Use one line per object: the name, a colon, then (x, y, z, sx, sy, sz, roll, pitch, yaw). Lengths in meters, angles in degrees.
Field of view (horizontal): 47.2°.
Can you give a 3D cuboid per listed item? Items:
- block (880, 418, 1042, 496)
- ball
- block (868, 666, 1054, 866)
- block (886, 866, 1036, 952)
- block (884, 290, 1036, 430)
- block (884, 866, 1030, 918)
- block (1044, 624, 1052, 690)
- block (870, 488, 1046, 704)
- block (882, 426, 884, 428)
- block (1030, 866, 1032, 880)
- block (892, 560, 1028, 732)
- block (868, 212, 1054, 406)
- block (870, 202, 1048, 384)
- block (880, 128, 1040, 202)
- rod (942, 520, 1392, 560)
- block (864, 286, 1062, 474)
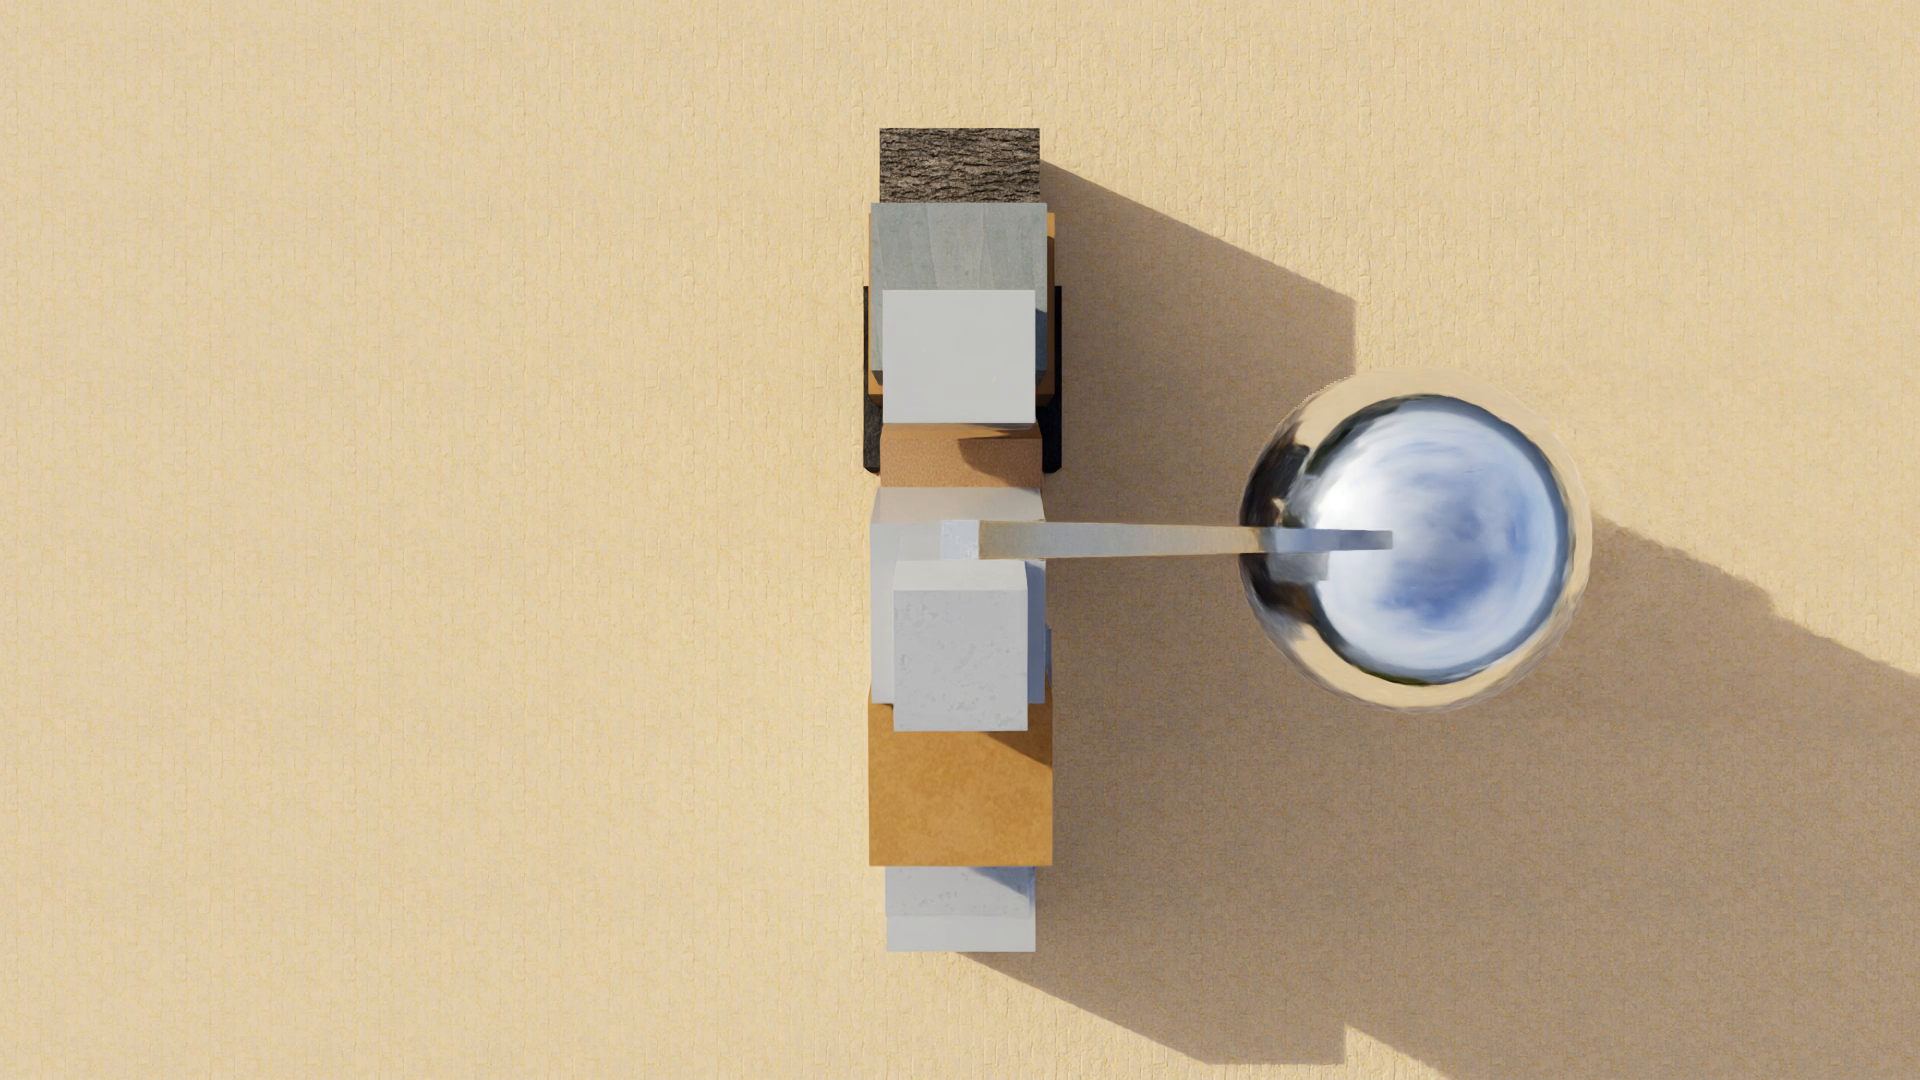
block: (0.008, -0.163, 10.644, 0.751, 0.801, 0.768, 0, 100, 0)
ball: (2.074, 0.000, 10.091, 1.600, 1.600, 1.600, 0, 90, 0)
block: (0.001, 1.018, 10.033, 0.810, 0.736, 0.753, 0, 98, 0)
block: (0.006, 1.889, 12.564, 0.819, 0.873, 0.760, 0, 90, 0)
block: (-0.004, -0.785, 9.717, 0.650, 0.623, 0.568, 0, 90, 0)
block: (-0.014, 1.376, 10.860, 0.690, 0.803, 0.748, 0, 98, 0)
block: (0.014, 0.990, 12.476, 0.962, 1.048, 1.019, 0, 90, 0)
block: (-0.008, 0.233, 9.875, 0.752, 0.846, 0.797, 0, 102, 0)
block: (-0.008, -0.236, 11.517, 0.757, 0.941, 0.812, -1, 100, 0)
block: (0.000, 1.308, 11.590, 0.753, 0.662, 0.785, 1, 98, 0)
block: (0.002, 0.434, 9.203, 0.546, 0.551, 0.593, 0, 102, 0)
block: (0.008, -1.179, 11.467, 0.927, 0.997, 0.904, 0, 90, 0)
block: (-0.004, -1.156, 10.498, 0.804, 0.939, 0.763, 0, 90, 0)
block: (-0.002, -1.831, 12.556, 0.886, 0.889, 0.877, 0, 90, 0)
rod: (0.899, 0.000, 6.901, 0.080, 5.200, 0.080, 0, 90, 20)
block: (0.014, -0.889, 12.483, 1.080, 1.034, 0.988, 0, 90, 0)
